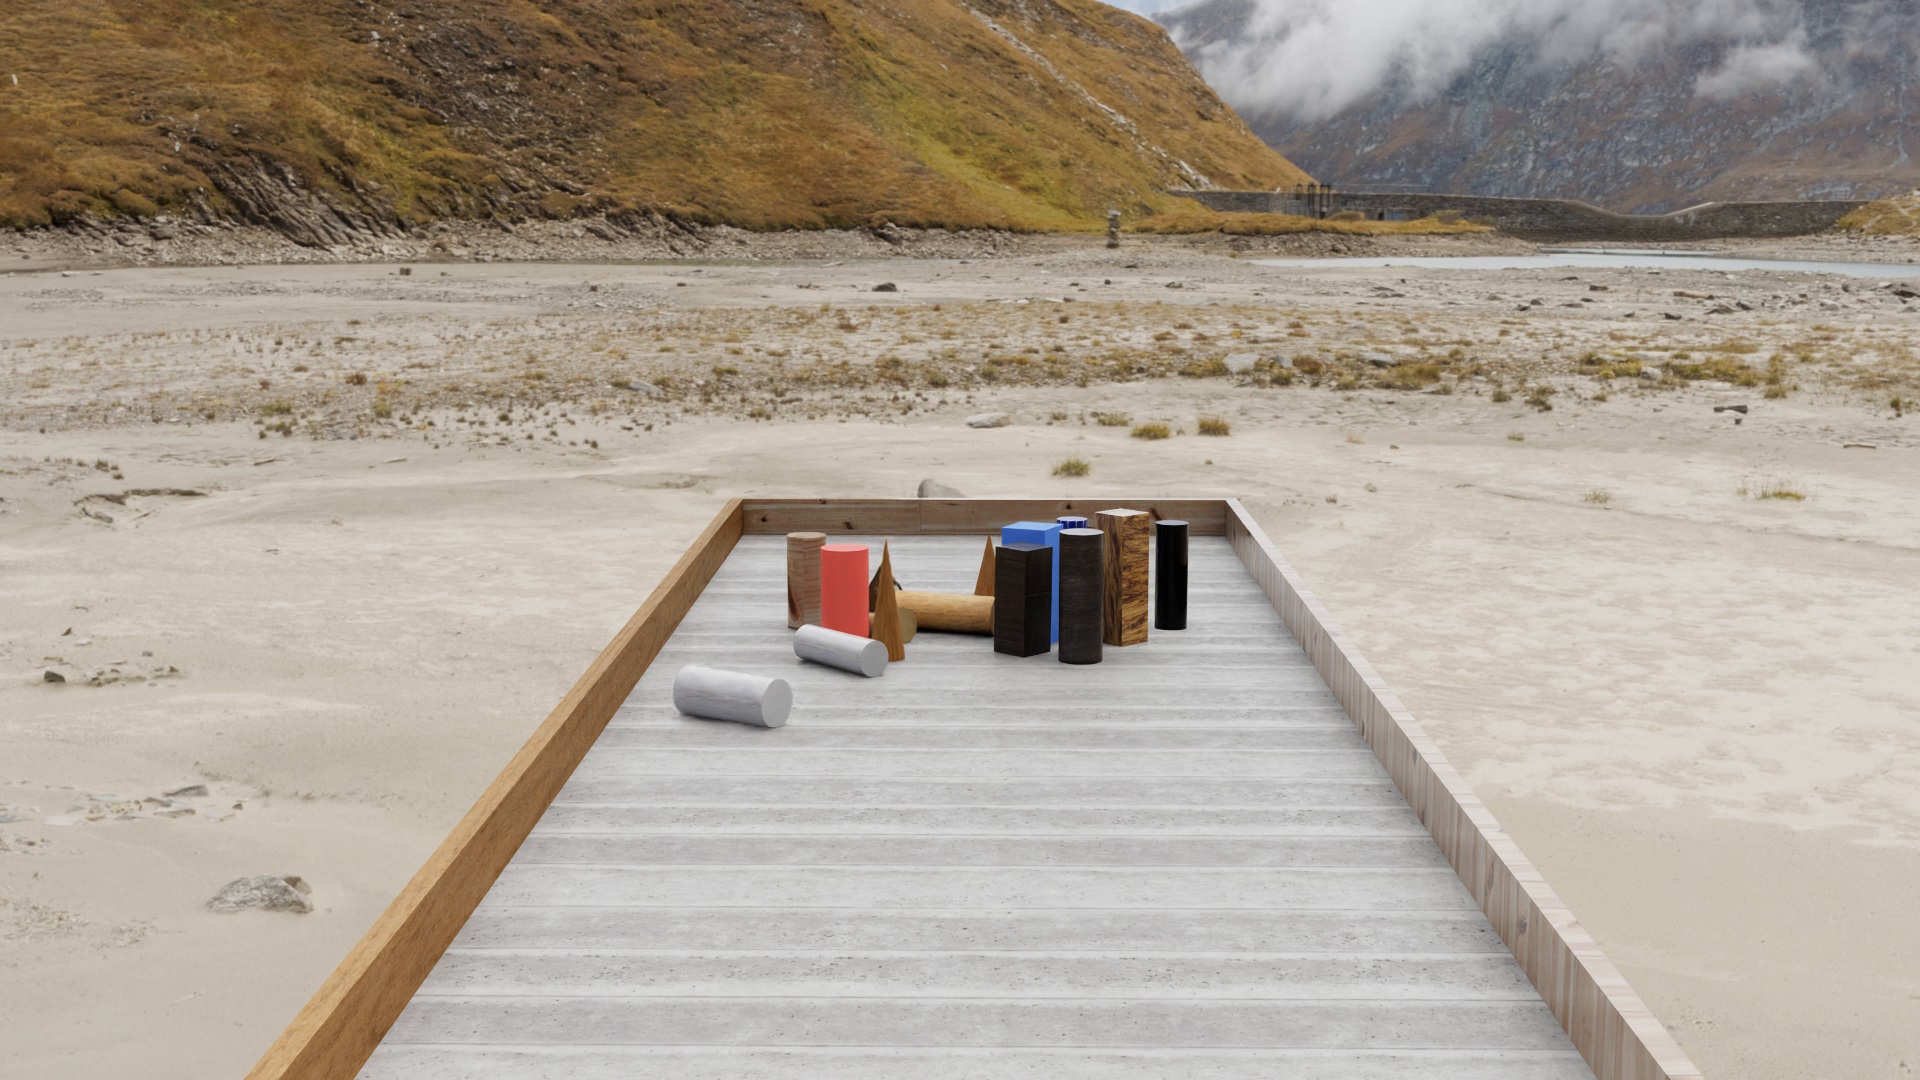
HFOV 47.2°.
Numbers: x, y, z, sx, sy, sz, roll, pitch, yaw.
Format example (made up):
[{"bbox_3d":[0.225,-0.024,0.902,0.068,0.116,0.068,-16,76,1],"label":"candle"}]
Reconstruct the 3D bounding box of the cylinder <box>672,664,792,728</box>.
[{"bbox_3d":[-0.614,0.421,5.933,0.311,0.132,0.132,6,11,34],"label":"cylinder"}]

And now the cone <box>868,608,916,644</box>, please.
[{"bbox_3d":[-0.326,0.271,7.116,0.116,0.116,0.460,-7,4,-39],"label":"cone"}]

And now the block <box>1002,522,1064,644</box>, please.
[{"bbox_3d":[0.230,0.138,6.952,0.147,0.370,0.147,4,10,26],"label":"block"}]

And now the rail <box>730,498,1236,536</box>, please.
[{"bbox_3d":[0.099,-0.098,9.147,2.100,0.150,0.050,0,9,1],"label":"rail"}]

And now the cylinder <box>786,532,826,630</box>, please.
[{"bbox_3d":[-0.501,0.134,7.193,0.129,0.304,0.129,0,9,0],"label":"cylinder"}]

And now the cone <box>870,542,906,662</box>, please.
[{"bbox_3d":[-0.224,0.173,6.694,0.114,0.381,0.114,0,10,0],"label":"cone"}]

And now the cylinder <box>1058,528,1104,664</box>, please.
[{"bbox_3d":[0.367,0.170,6.669,0.134,0.396,0.134,0,9,0],"label":"cylinder"}]

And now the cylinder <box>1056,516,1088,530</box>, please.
[{"bbox_3d":[0.367,0.105,7.218,0.101,0.353,0.101,0,9,0],"label":"cylinder"}]

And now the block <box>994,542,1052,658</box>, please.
[{"bbox_3d":[0.195,0.183,6.793,0.125,0.331,0.125,10,13,42],"label":"block"}]

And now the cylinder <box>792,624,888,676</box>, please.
[{"bbox_3d":[-0.359,0.329,6.581,0.108,0.108,0.328,-8,12,-40],"label":"cylinder"}]

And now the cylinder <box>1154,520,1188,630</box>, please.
[{"bbox_3d":[0.690,0.115,7.179,0.108,0.346,0.108,0,9,0],"label":"cylinder"}]

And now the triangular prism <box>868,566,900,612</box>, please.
[{"bbox_3d":[-0.239,0.179,7.433,0.154,0.133,0.346,-2,9,-10],"label":"triangular prism"}]

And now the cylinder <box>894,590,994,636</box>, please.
[{"bbox_3d":[-0.062,0.234,7.137,0.388,0.124,0.124,3,10,21],"label":"cylinder"}]

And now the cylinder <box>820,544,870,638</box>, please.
[{"bbox_3d":[-0.362,0.175,6.920,0.150,0.307,0.150,0,9,0],"label":"cylinder"}]

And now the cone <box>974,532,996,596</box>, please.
[{"bbox_3d":[0.096,0.127,7.208,0.149,0.312,0.149,0,9,0],"label":"cone"}]

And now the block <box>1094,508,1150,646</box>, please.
[{"bbox_3d":[0.510,0.117,6.948,0.122,0.413,0.122,-8,12,-43],"label":"block"}]

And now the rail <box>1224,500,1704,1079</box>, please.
[{"bbox_3d":[1.046,0.843,3.208,0.050,0.150,12.000,0,9,1],"label":"rail"}]

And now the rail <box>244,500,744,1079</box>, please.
[{"bbox_3d":[-1.004,0.839,3.234,0.050,0.150,12.000,0,9,1],"label":"rail"}]
